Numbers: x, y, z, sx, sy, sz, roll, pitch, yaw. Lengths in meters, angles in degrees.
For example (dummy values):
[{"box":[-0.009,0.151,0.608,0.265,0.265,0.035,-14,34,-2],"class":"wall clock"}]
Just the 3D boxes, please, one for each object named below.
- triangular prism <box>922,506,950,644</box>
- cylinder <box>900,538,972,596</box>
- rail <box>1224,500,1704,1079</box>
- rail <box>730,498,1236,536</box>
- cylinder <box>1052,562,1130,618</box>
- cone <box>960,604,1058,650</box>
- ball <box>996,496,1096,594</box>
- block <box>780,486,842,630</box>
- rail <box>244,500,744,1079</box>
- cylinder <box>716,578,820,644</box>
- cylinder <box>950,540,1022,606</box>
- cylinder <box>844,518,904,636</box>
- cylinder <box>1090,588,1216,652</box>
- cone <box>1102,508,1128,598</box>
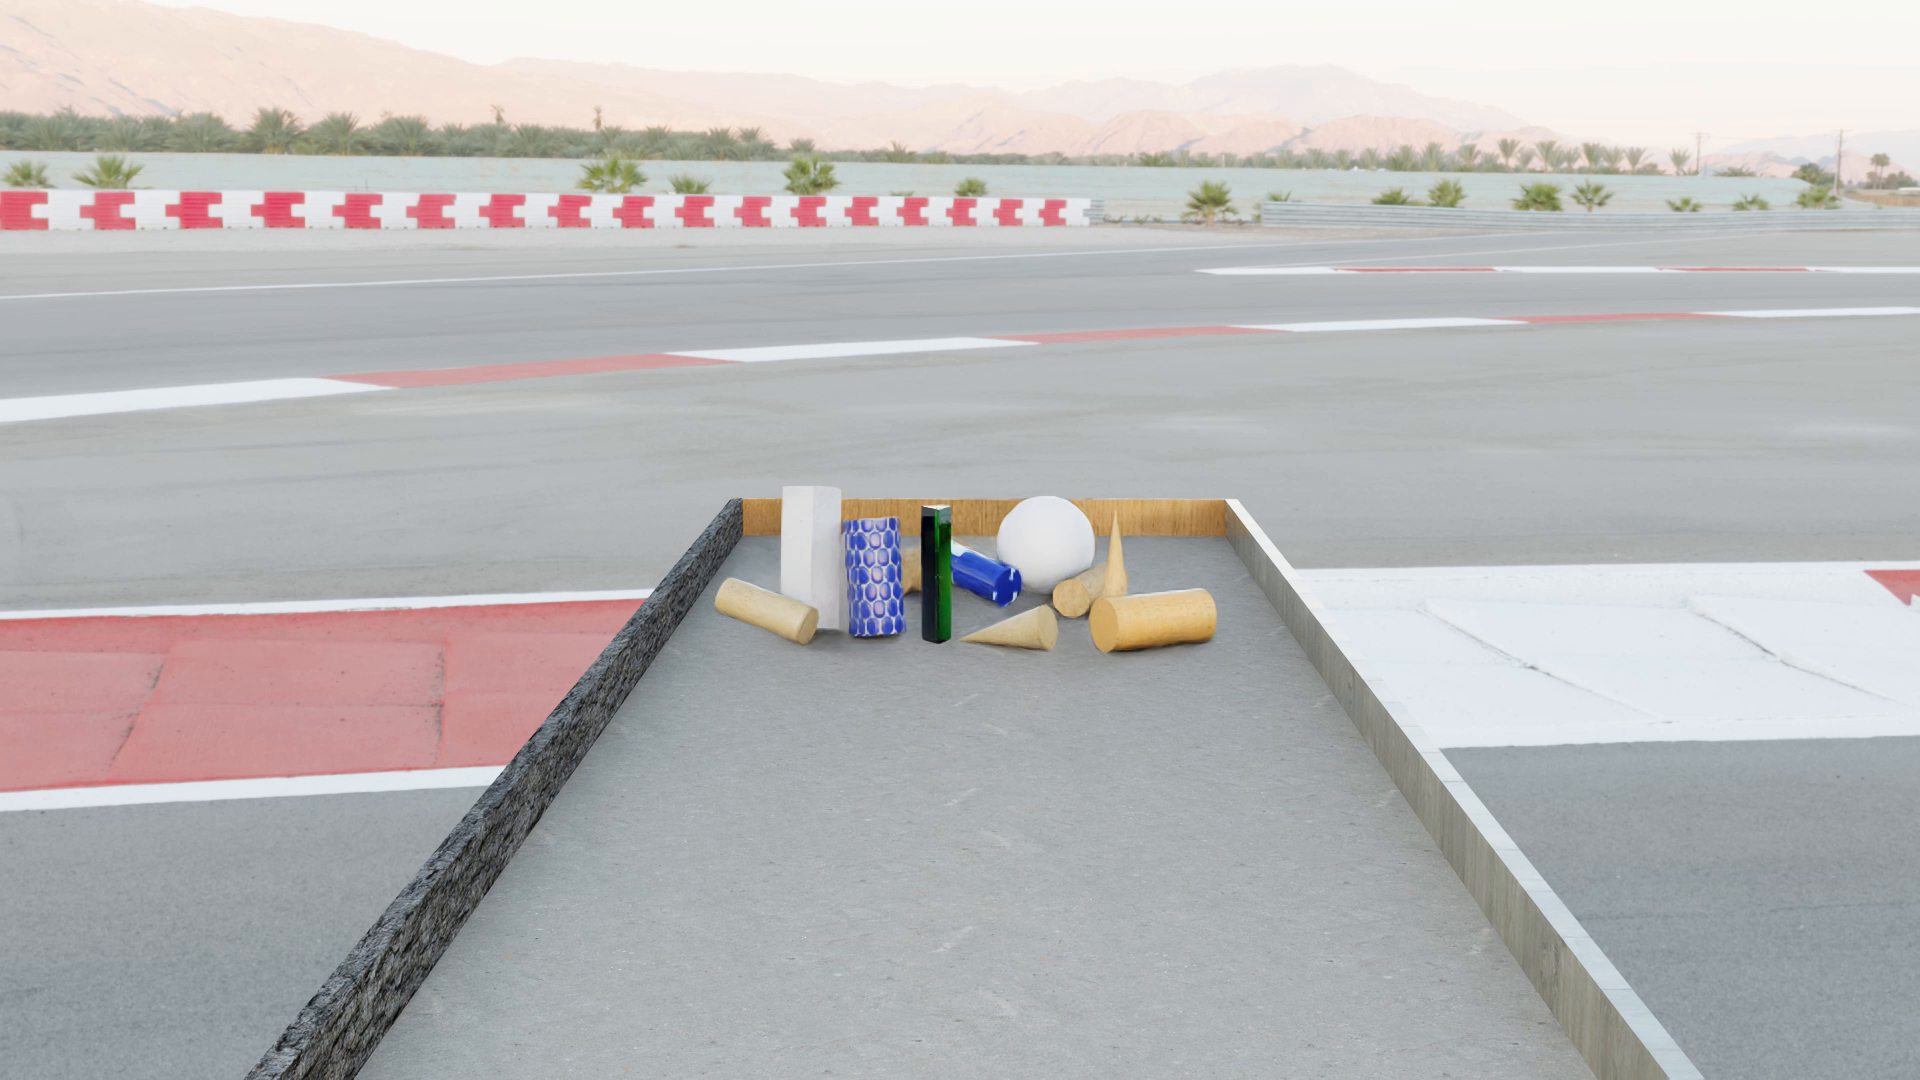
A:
[{"box":[-0.061,0.107,6.963,0.079,0.430,0.092,-6,11,-35],"class":"triangular prism"},{"box":[-0.120,0.097,7.889,0.155,0.155,0.415,6,11,33],"class":"cylinder"},{"box":[1.046,0.843,3.208,0.050,0.150,12.000,0,9,1],"class":"rail"},{"box":[0.099,-0.098,9.147,2.100,0.150,0.050,0,9,1],"class":"rail"},{"box":[0.454,0.165,7.548,0.131,0.131,0.425,4,10,22],"class":"cylinder"},{"box":[0.130,0.296,6.919,0.325,0.144,0.144,-10,4,27],"class":"cone"},{"box":[0.301,0.018,7.694,0.346,0.346,0.346,0,9,0],"class":"ball"},{"box":[-0.482,0.058,7.093,0.134,0.455,0.134,-2,-5,39],"class":"block"},{"box":[-1.004,0.839,3.234,0.050,0.150,12.000,0,9,1],"class":"rail"},{"box":[-0.610,0.224,6.965,0.310,0.123,0.123,19,16,21],"class":"cylinder"},{"box":[0.050,0.112,7.661,0.135,0.135,0.342,-8,23,-42],"class":"cylinder"},{"box":[-0.276,0.116,7.052,0.176,0.365,0.176,-3,2,0],"class":"cylinder"},{"box":[0.605,0.251,6.886,0.363,0.169,0.169,-5,10,-27],"class":"cylinder"},{"box":[0.490,0.106,6.959,0.126,0.433,0.126,0,9,0],"class":"cone"}]
